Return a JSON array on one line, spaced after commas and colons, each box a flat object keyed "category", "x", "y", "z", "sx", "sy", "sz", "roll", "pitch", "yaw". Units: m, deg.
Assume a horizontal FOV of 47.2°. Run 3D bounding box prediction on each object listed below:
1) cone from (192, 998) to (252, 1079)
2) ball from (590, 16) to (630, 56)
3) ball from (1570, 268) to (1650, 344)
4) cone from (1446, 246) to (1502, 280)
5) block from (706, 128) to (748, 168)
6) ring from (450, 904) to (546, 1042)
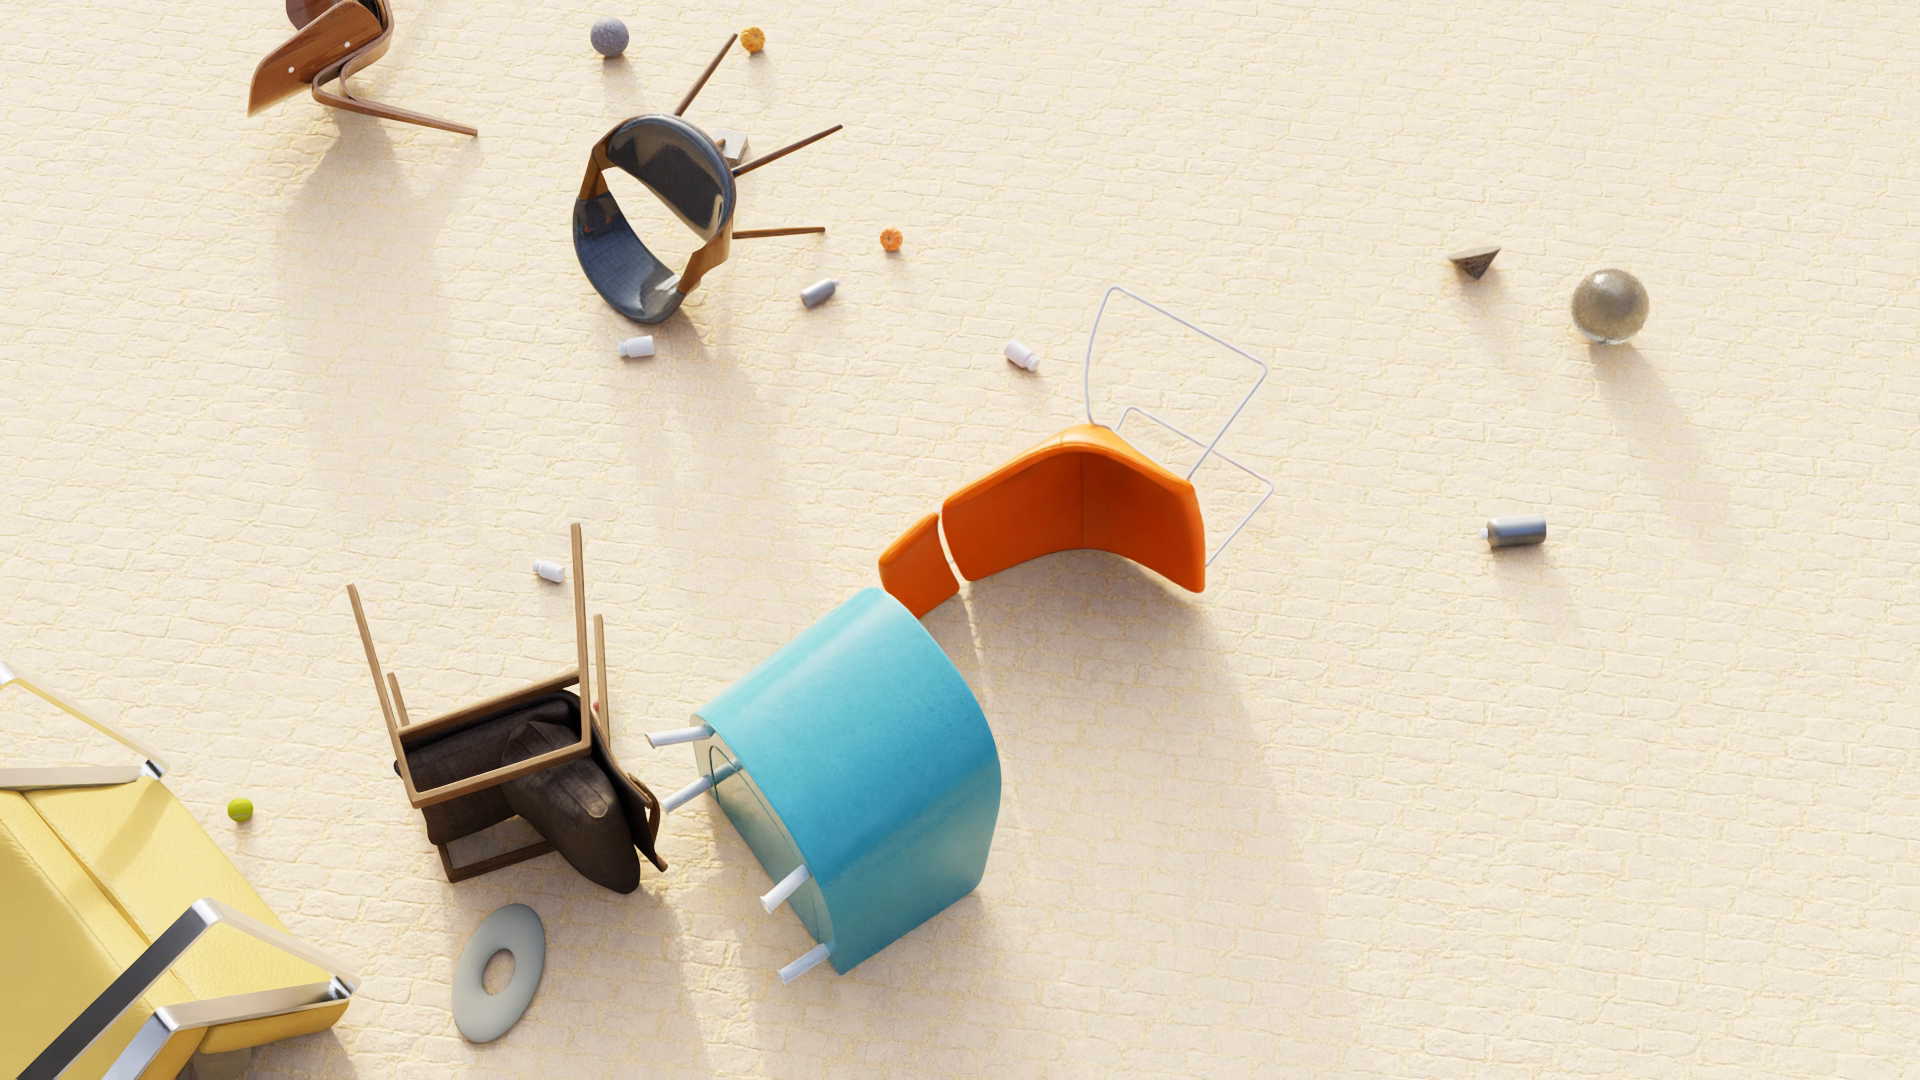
[{"category": "cone", "x": -1.901, "y": 1.255, "z": 5.678, "sx": 0.140, "sy": 0.204, "sz": 0.215, "roll": 8, "pitch": 27, "yaw": -20}, {"category": "ball", "x": -1.222, "y": -1.755, "z": 7.670, "sx": 0.136, "sy": 0.136, "sz": 0.136, "roll": 0, "pitch": 56, "yaw": 0}, {"category": "ball", "x": 2.045, "y": -0.735, "z": 6.923, "sx": 0.240, "sy": 0.240, "sz": 0.240, "roll": 0, "pitch": 56, "yaw": 0}, {"category": "cone", "x": 1.674, "y": -0.888, "z": 7.130, "sx": 0.181, "sy": 0.094, "sz": 0.188, "roll": -3, "pitch": 15, "yaw": 39}, {"category": "block", "x": -0.786, "y": -1.323, "z": 7.433, "sx": 0.109, "sy": 0.049, "sz": 0.119, "roll": 11, "pitch": 57, "yaw": 7}, {"category": "ring", "x": -1.213, "y": 1.135, "z": 5.783, "sx": 0.225, "sy": 0.050, "sz": 0.393, "roll": 10, "pitch": 57, "yaw": 6}]
